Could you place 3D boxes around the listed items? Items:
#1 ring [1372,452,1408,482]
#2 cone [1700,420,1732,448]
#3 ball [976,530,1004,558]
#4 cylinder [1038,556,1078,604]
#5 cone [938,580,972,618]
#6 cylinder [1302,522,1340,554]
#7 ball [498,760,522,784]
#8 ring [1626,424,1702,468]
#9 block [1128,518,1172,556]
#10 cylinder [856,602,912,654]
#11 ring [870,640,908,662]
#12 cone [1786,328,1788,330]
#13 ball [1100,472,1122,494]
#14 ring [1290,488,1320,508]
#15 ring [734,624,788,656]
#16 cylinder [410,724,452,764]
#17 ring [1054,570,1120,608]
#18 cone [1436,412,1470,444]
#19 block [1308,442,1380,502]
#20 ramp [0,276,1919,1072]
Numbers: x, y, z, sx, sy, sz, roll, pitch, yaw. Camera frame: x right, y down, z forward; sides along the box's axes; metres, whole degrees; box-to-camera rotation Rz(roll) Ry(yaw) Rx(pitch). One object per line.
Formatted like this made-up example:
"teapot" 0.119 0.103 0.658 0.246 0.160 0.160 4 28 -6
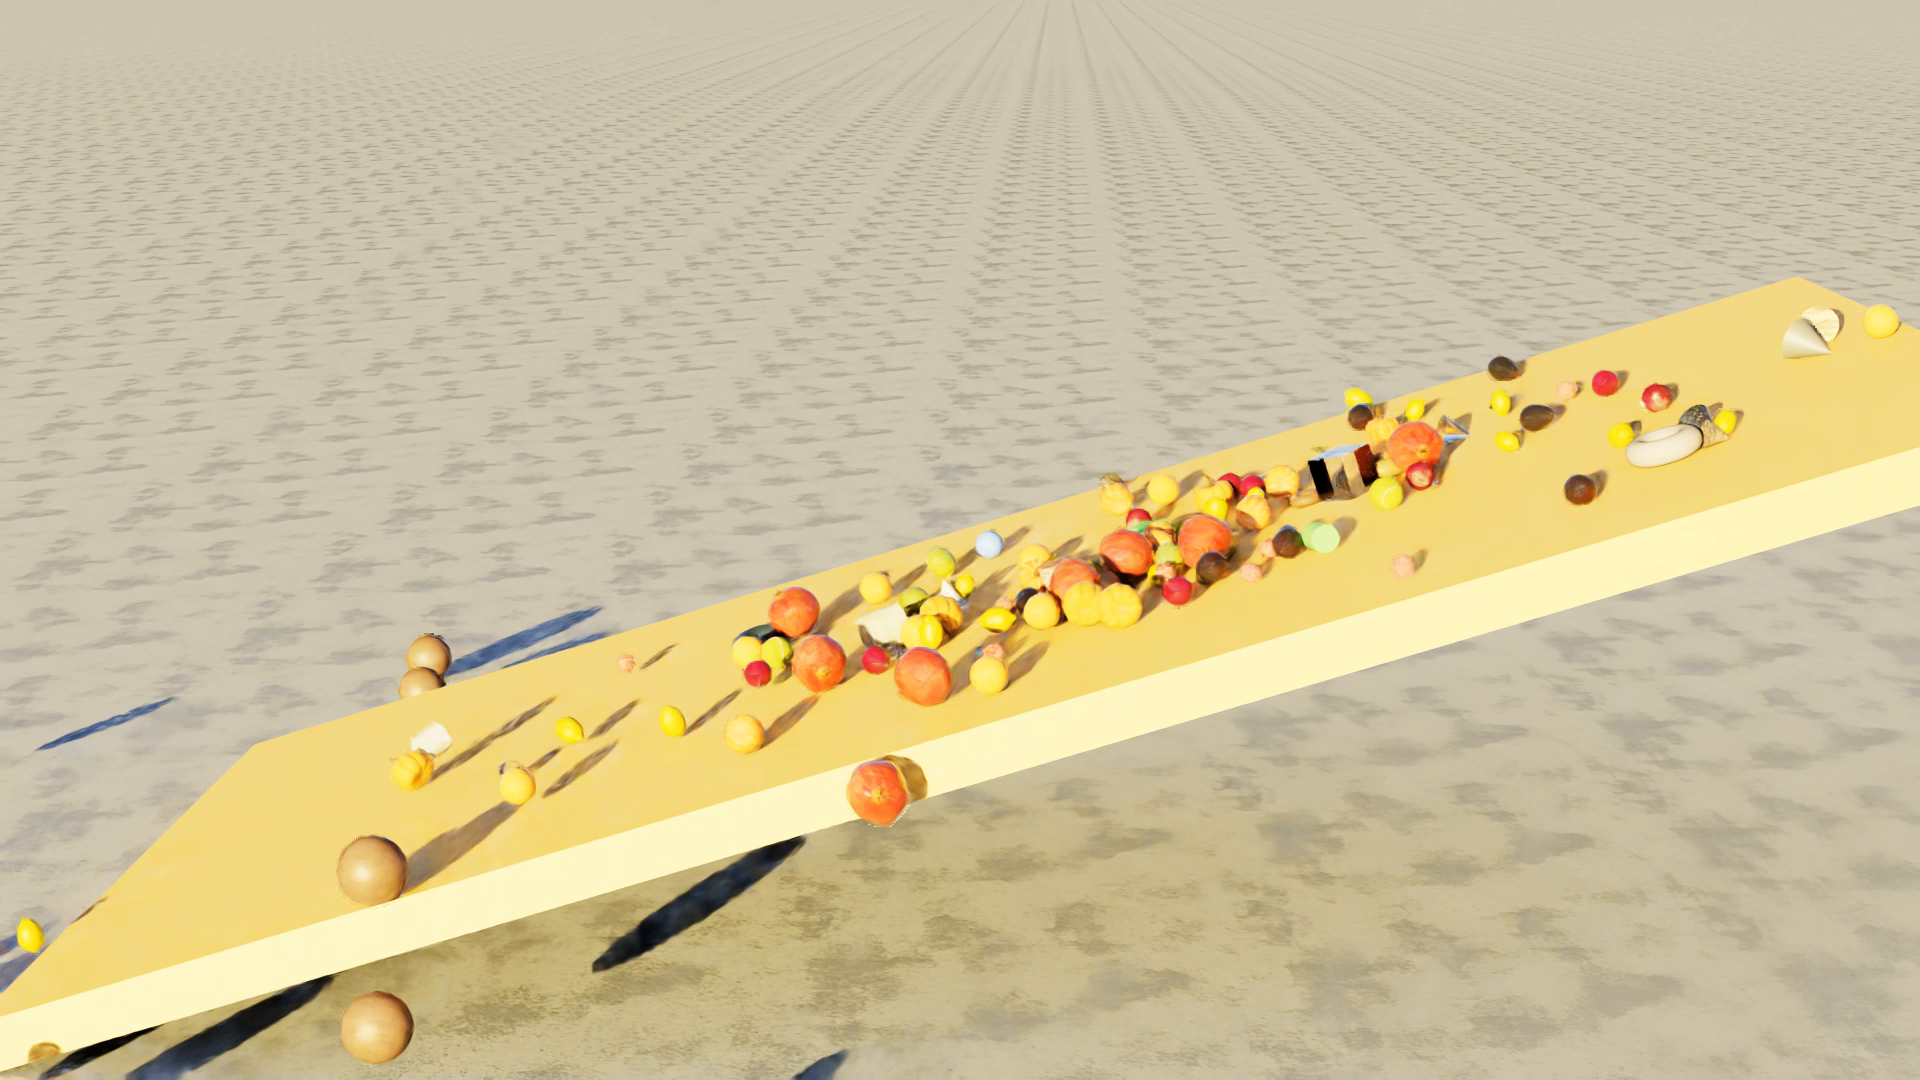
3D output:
"ring" 0.904 -0.157 6.344 0.130 0.043 0.130 -17 11 4
"cone" 1.464 -0.200 5.673 0.056 0.056 0.056 8 10 -7
"ball" 0.068 0.011 6.812 0.065 0.065 0.065 0 11 0
"cylinder" 0.210 0.084 6.152 0.077 0.077 0.077 -17 10 3
"cone" -0.024 0.119 6.363 0.078 0.078 0.078 -17 10 3
"cylinder" 0.714 -0.005 5.823 0.057 0.057 0.057 -3 7 -13
"ball" -0.928 0.479 6.072 0.050 0.050 0.050 0 11 0
"ring" 1.360 -0.182 5.684 0.150 0.050 0.150 -19 9 3
"block" 0.410 -0.006 6.333 0.061 0.061 0.061 -8 14 42
"cylinder" -0.160 0.188 6.204 0.086 0.086 0.086 -21 18 -18
"ring" -0.146 0.231 6.119 0.083 0.028 0.083 -17 12 4
"cone" 1.791 -0.420 6.279 0.057 0.057 0.057 10 12 5
"ball" 0.366 -0.137 7.126 0.052 0.052 0.052 0 11 0
"ring" 0.744 -0.090 6.313 0.075 0.025 0.075 -17 11 3
"ring" -0.448 0.224 6.618 0.131 0.044 0.131 -15 14 4
"cylinder" -1.140 0.439 6.350 0.063 0.063 0.063 -38 32 -30
"ring" 0.260 0.102 6.057 0.143 0.048 0.143 -16 9 3
"cone" 1.093 -0.236 6.471 0.072 0.072 0.072 13 10 -5
"block" 0.819 -0.143 6.268 0.095 0.095 0.095 -26 13 -39
"ramp" 0.098 0.184 6.313 4.000 0.100 2.000 -17 10 5
